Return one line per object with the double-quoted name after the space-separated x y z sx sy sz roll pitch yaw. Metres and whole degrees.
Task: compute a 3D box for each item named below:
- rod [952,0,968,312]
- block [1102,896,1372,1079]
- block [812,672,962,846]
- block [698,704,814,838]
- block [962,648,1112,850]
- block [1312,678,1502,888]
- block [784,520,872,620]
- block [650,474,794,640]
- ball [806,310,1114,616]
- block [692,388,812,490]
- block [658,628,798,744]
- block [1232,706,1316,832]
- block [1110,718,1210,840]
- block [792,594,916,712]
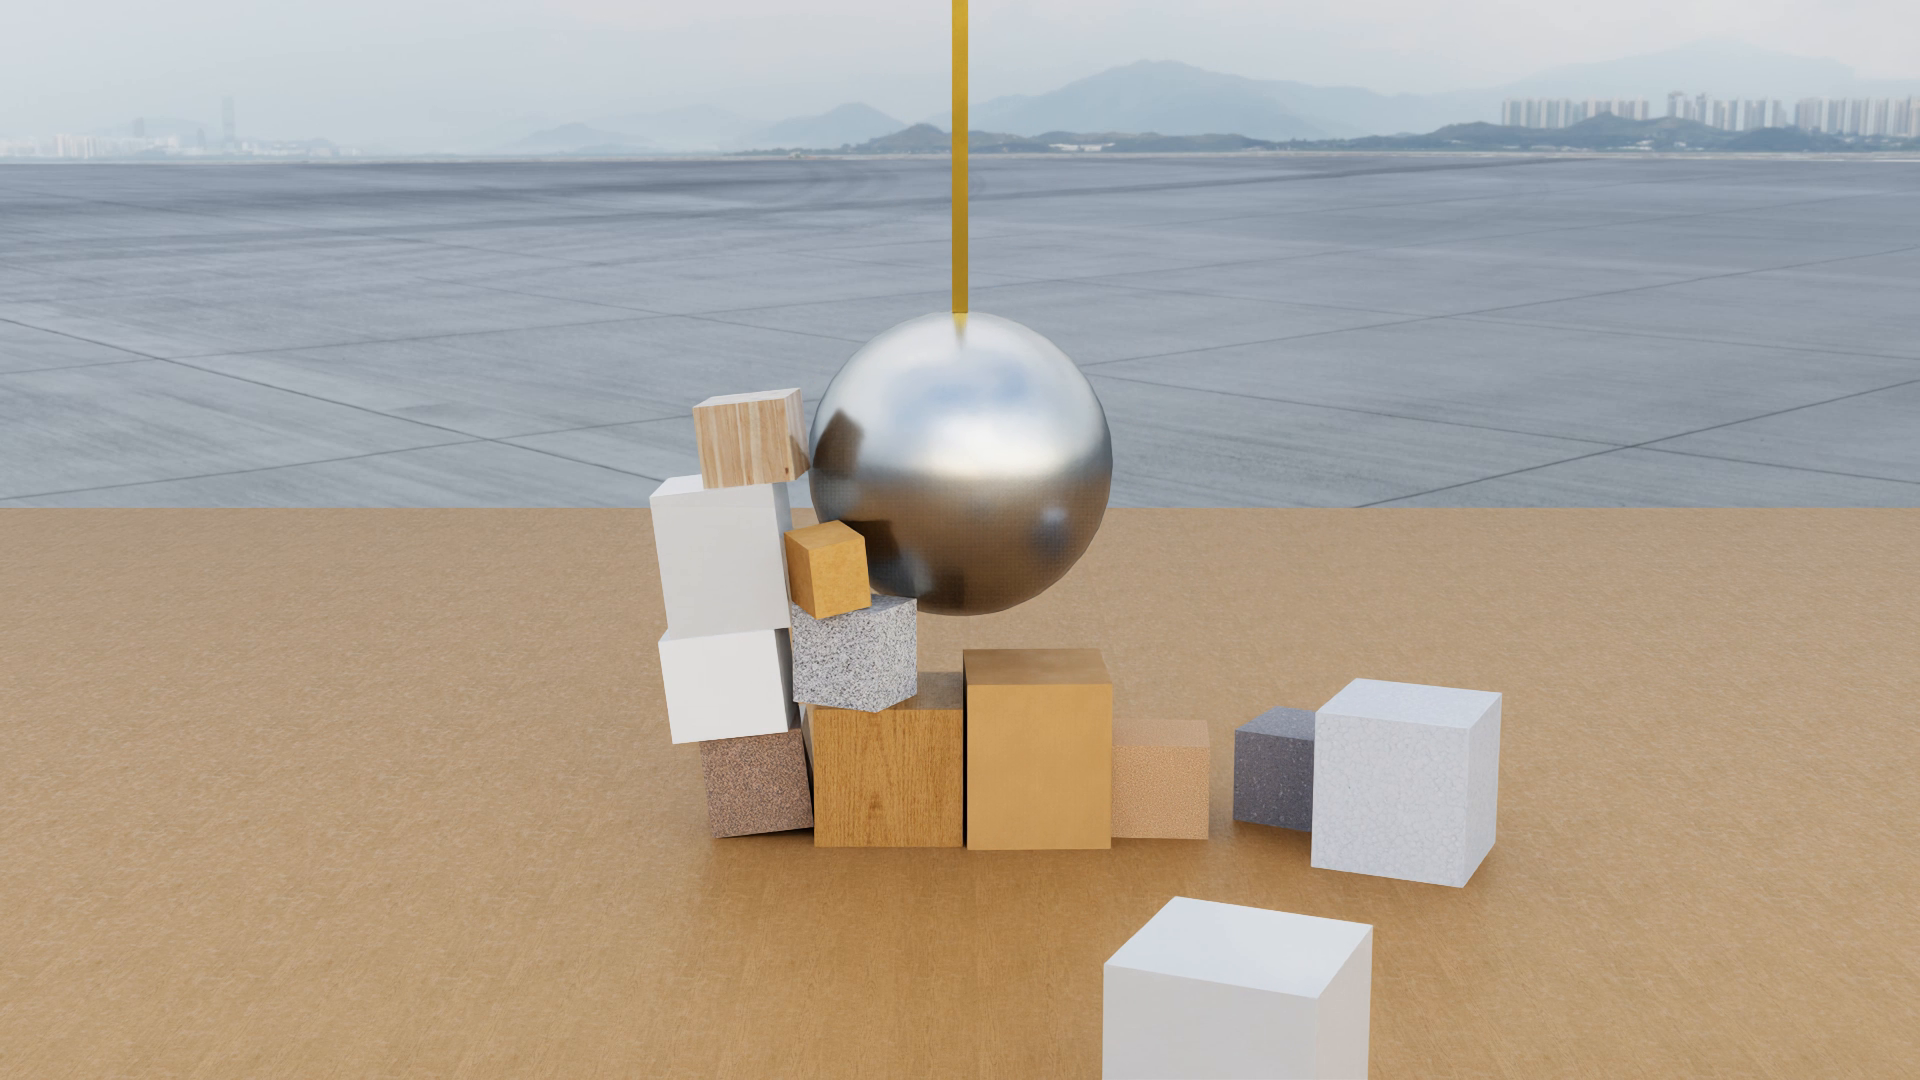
0.000 -3.699 10.673 0.080 5.200 0.080 0 14 0 "rod"
0.986 1.774 7.760 0.746 0.733 0.751 5 11 24 "block"
-0.359 1.124 11.397 0.745 0.711 0.794 0 10 0 "block"
-1.034 1.193 11.386 0.522 0.522 0.476 -7 10 1 "block"
0.386 1.064 11.337 0.720 0.850 0.781 0 10 -2 "block"
2.214 1.182 10.881 0.743 0.781 0.753 5 11 24 "block"
-0.659 0.145 10.928 0.296 0.364 0.333 -13 21 -23 "block"
-1.183 0.056 11.225 0.612 0.732 0.608 -6 10 3 "block"
0.000 -0.399 11.488 1.600 1.600 1.600 0 10 0 "ball"
-1.040 -0.512 11.035 0.465 0.411 0.406 -5 11 9 "block"
-1.180 0.688 11.297 0.586 0.530 0.544 -6 10 3 "block"
1.815 1.206 11.577 0.563 0.484 0.568 6 12 30 "block"
1.028 1.234 11.422 0.510 0.485 0.527 1 10 4 "block"
-0.531 0.556 11.135 0.482 0.500 0.418 5 12 28 "block"
